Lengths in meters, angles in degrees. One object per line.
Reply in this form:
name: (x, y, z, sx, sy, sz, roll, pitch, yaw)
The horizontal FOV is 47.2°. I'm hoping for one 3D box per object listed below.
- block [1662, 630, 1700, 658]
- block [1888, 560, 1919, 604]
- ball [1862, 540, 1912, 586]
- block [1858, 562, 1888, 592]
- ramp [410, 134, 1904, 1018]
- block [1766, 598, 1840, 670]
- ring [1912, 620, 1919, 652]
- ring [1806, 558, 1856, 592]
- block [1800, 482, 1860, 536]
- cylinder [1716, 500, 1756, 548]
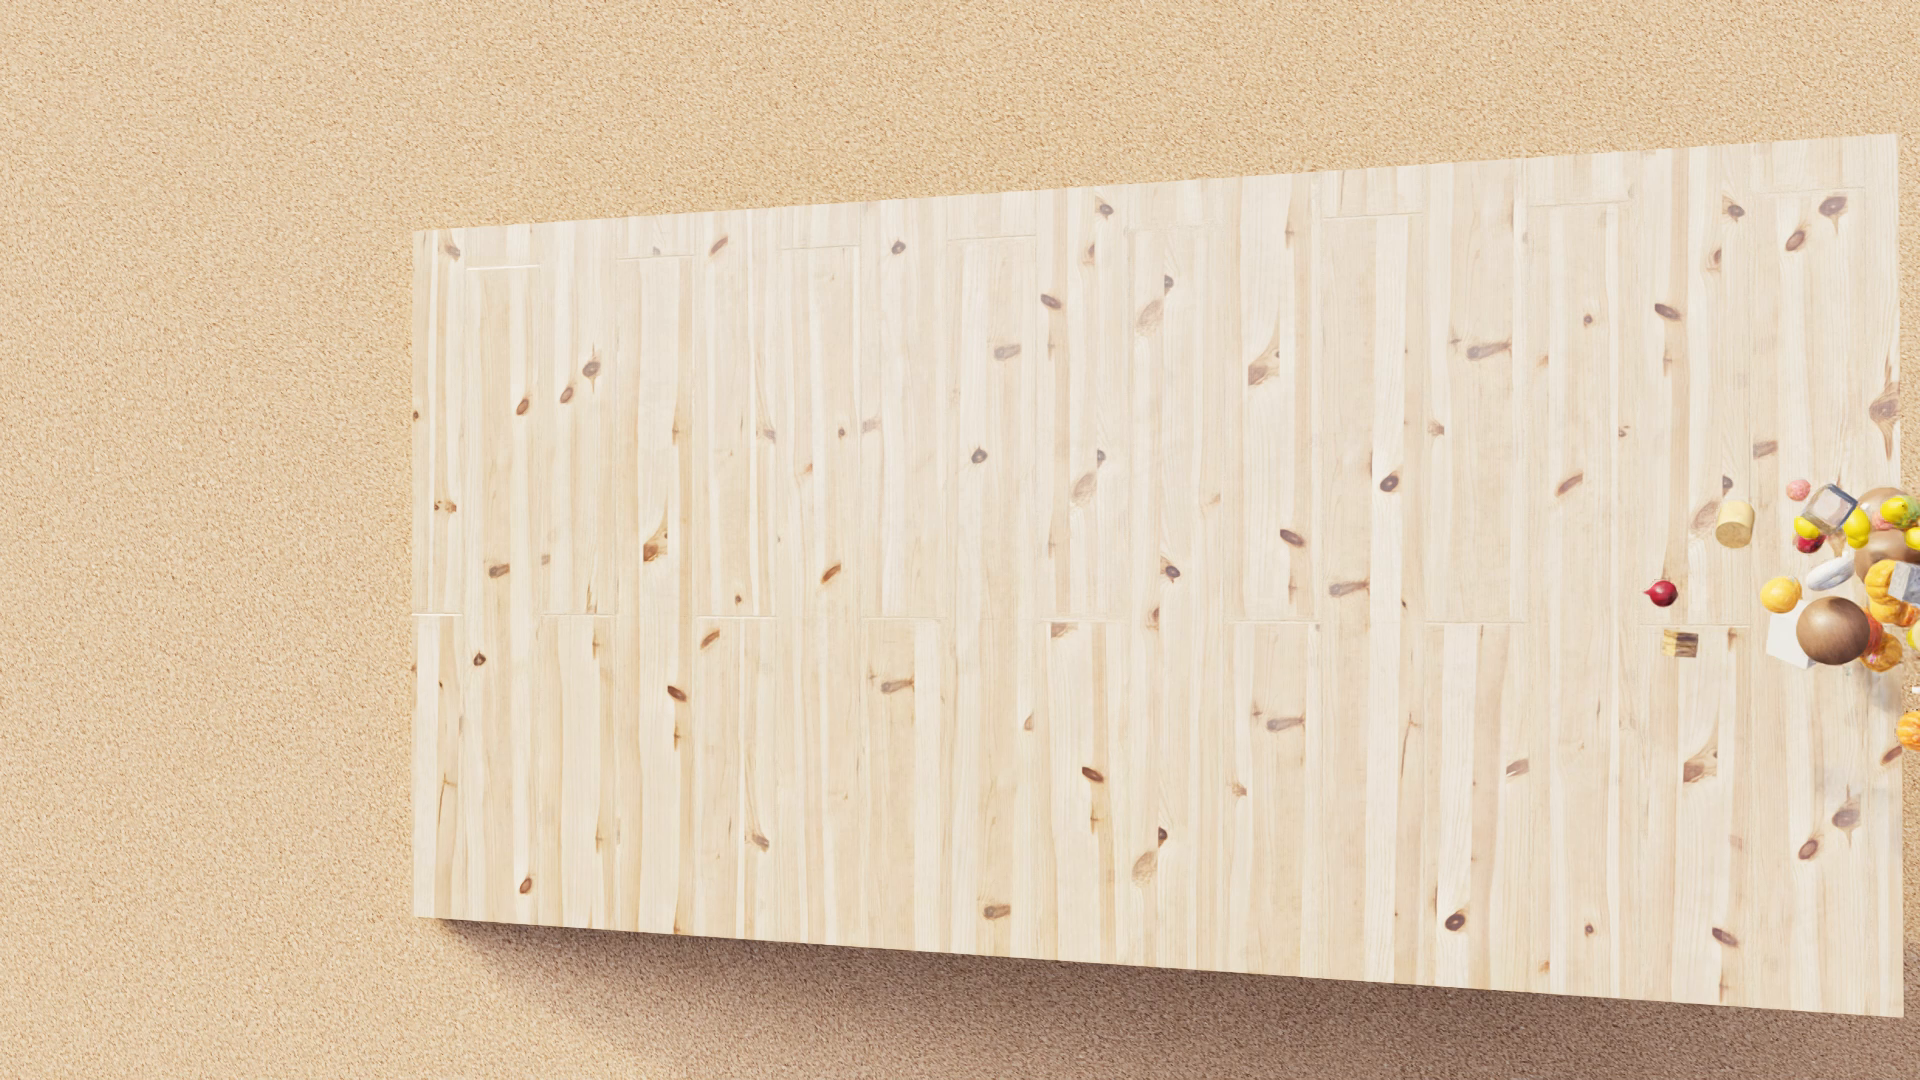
block: (1.606, 0.232, 4.903, 0.055, 0.055, 0.055, 5, 93, -12)
block: (1.631, 0.075, 3.753, 0.059, 0.059, 0.059, 11, 101, -2)
ball: (2.031, 0.052, 4.817, 0.100, 0.100, 0.100, 0, 89, 0)
block: (2.073, 0.063, 4.935, 0.070, 0.070, 0.070, -38, 84, 35)
ramp: (0.282, 0.088, 5.744, 4.000, 0.100, 2.000, 0, 89, 21)
block: (1.784, 0.199, 4.657, 0.097, 0.097, 0.097, -19, 121, -33)
ring: (1.675, 0.177, 3.760, 0.034, 0.103, 0.103, -30, 89, -15)
ring: (1.594, 0.063, 4.023, 0.093, 0.093, 0.031, -19, 65, 0)
block: (1.614, -0.058, 4.083, 0.064, 0.064, 0.064, 36, 84, 7)
cylinder: (1.593, -0.032, 4.517, 0.071, 0.071, 0.071, 30, 46, 0)
